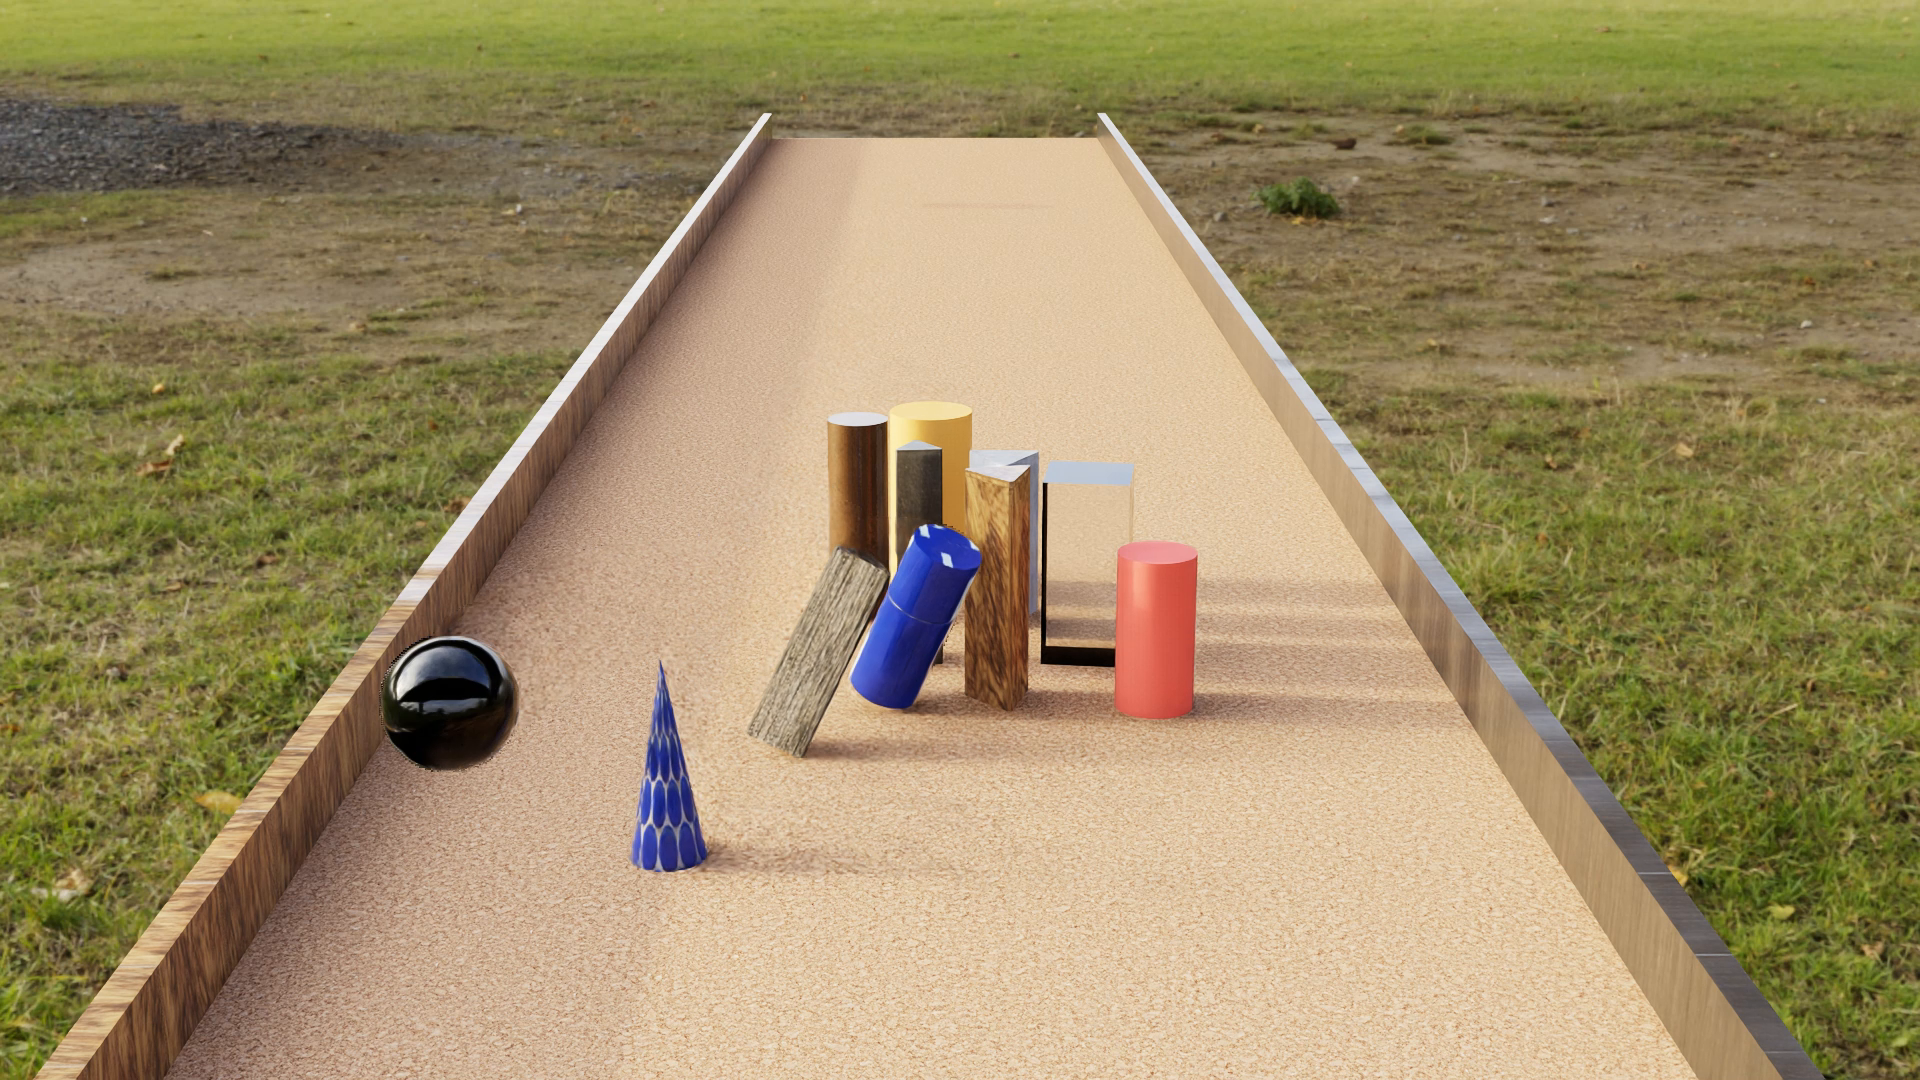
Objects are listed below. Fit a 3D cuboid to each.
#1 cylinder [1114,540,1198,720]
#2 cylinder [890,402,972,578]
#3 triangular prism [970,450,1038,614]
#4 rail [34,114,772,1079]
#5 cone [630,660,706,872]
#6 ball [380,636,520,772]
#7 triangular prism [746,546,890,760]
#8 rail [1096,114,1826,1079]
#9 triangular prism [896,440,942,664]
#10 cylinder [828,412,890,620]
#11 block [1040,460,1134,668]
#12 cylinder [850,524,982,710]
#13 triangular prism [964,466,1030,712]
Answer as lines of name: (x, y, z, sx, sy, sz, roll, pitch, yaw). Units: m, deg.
cylinder: (0.367, 0.168, 4.131, 0.149, 0.303, 0.149, 0, 17, 0)
cylinder: (-0.063, -0.095, 4.859, 0.180, 0.392, 0.180, 0, 17, 0)
triangular prism: (0.075, -0.010, 4.645, 0.123, 0.352, 0.143, 10, 19, 30)
rail: (-1.118, -0.838, 7.780, 0.050, 0.150, 12.000, 0, 17, -1)
cone: (-0.467, 0.345, 3.477, 0.123, 0.336, 0.123, 0, 17, 0)
ball: (-0.779, 0.250, 3.363, 0.207, 0.207, 0.207, 0, 17, 0)
triangular prism: (-0.249, 0.194, 3.928, 0.110, 0.373, 0.095, 26, 9, -2)
rail: (0.932, -0.844, 7.801, 0.050, 0.150, 12.000, 0, 17, -1)
triangular prism: (-0.084, 0.025, 4.364, 0.090, 0.443, 0.078, -2, 17, -6)
cylinder: (-0.214, -0.050, 4.652, 0.127, 0.424, 0.127, 0, 17, 0)
block: (0.256, 0.047, 4.409, 0.170, 0.376, 0.170, 2, 17, 7)
cylinder: (-0.085, 0.145, 4.108, 0.135, 0.334, 0.135, 19, 29, -11)
triangular prism: (0.091, 0.085, 4.156, 0.107, 0.448, 0.124, -15, 22, -41)
